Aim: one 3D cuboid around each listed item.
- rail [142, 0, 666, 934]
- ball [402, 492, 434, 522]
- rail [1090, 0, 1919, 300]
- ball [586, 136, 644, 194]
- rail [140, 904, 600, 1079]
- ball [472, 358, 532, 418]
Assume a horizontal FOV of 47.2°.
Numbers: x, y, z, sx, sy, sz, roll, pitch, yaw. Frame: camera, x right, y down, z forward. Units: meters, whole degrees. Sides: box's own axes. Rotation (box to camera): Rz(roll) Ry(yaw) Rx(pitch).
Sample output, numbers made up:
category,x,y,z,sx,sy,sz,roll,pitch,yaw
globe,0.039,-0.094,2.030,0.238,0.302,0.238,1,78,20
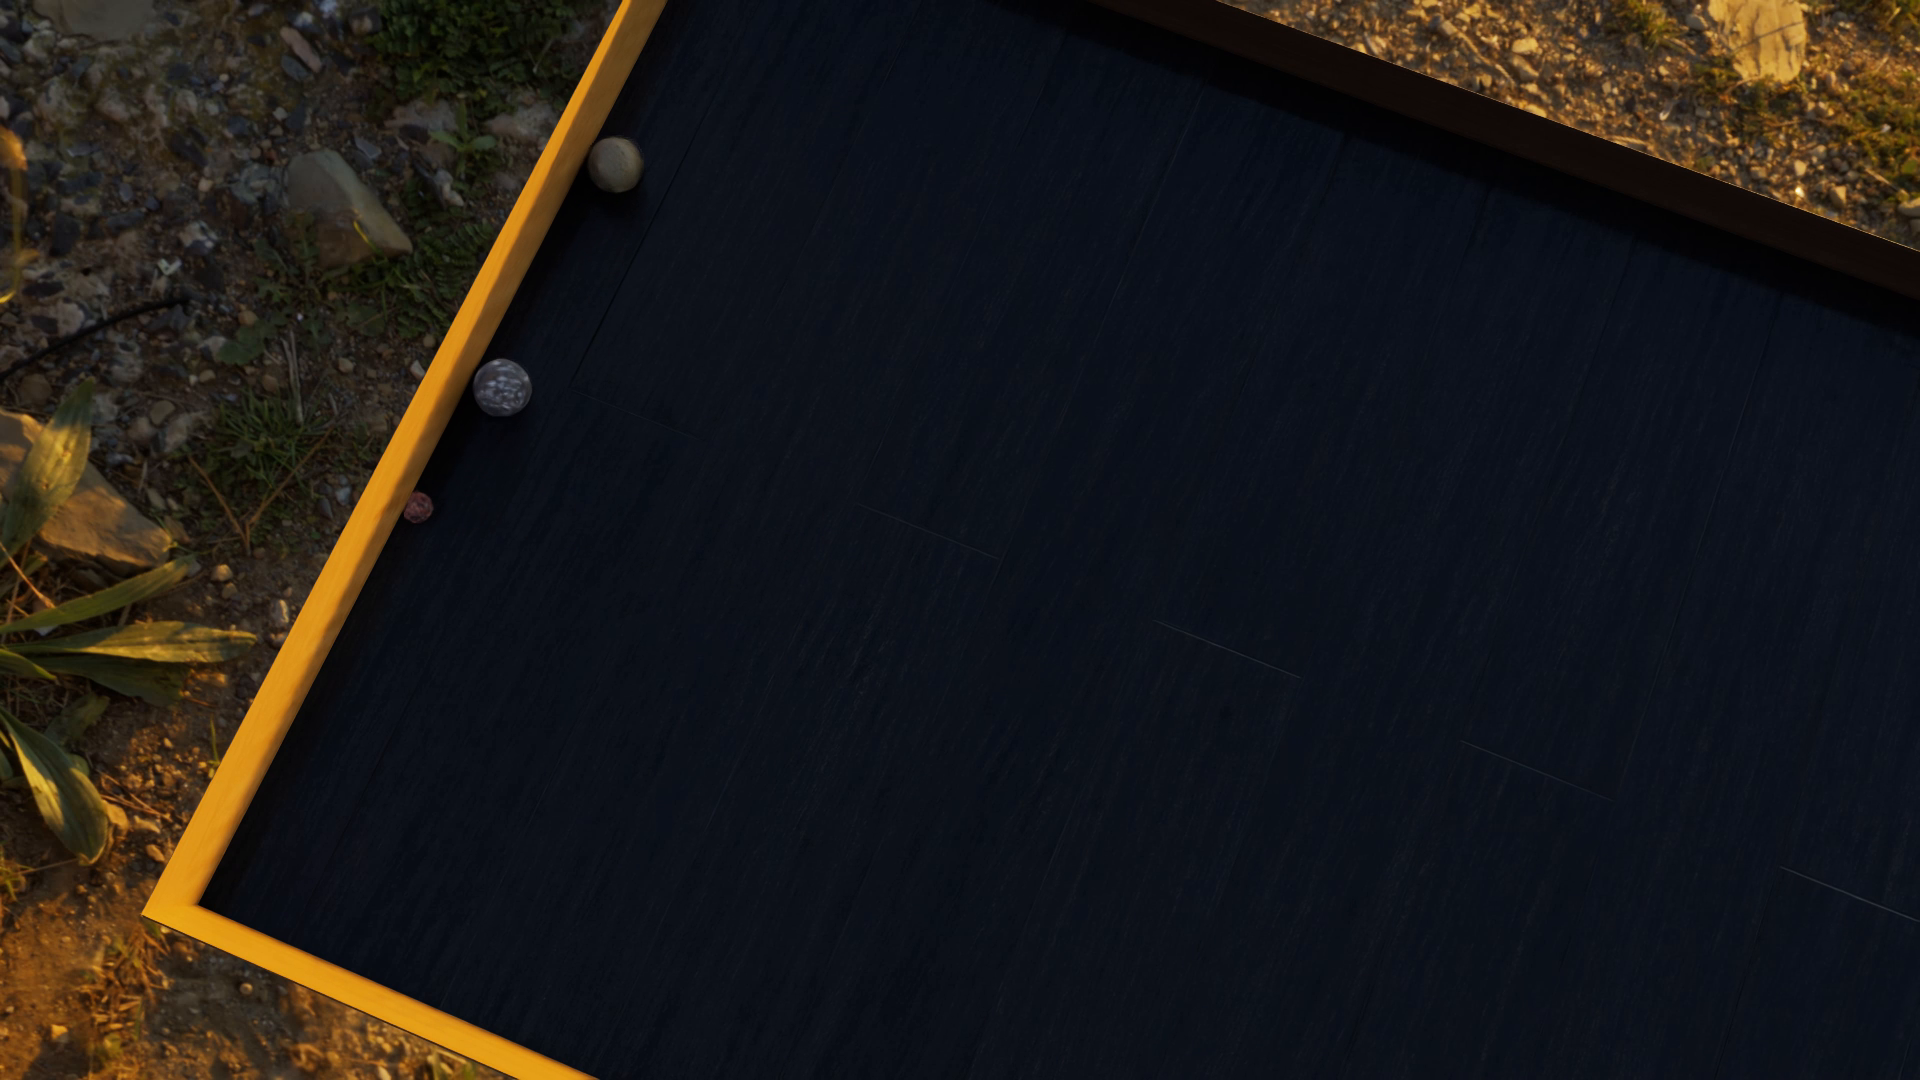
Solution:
category,x,y,z,sx,sy,sz,roll,pitch,yaw
rail,-0.769,-0.311,3.474,0.045,0.120,1.988,21,73,7
ball,-0.846,-0.051,3.428,0.049,0.049,0.049,0,72,0
rail,1.162,-0.549,3.551,3.422,0.120,0.045,21,73,7
ball,-0.563,-0.611,3.587,0.093,0.093,0.093,0,72,0
rail,0.419,1.156,2.997,3.422,0.120,0.045,21,73,7
ball,-0.722,-0.239,3.466,0.092,0.092,0.092,0,72,0
